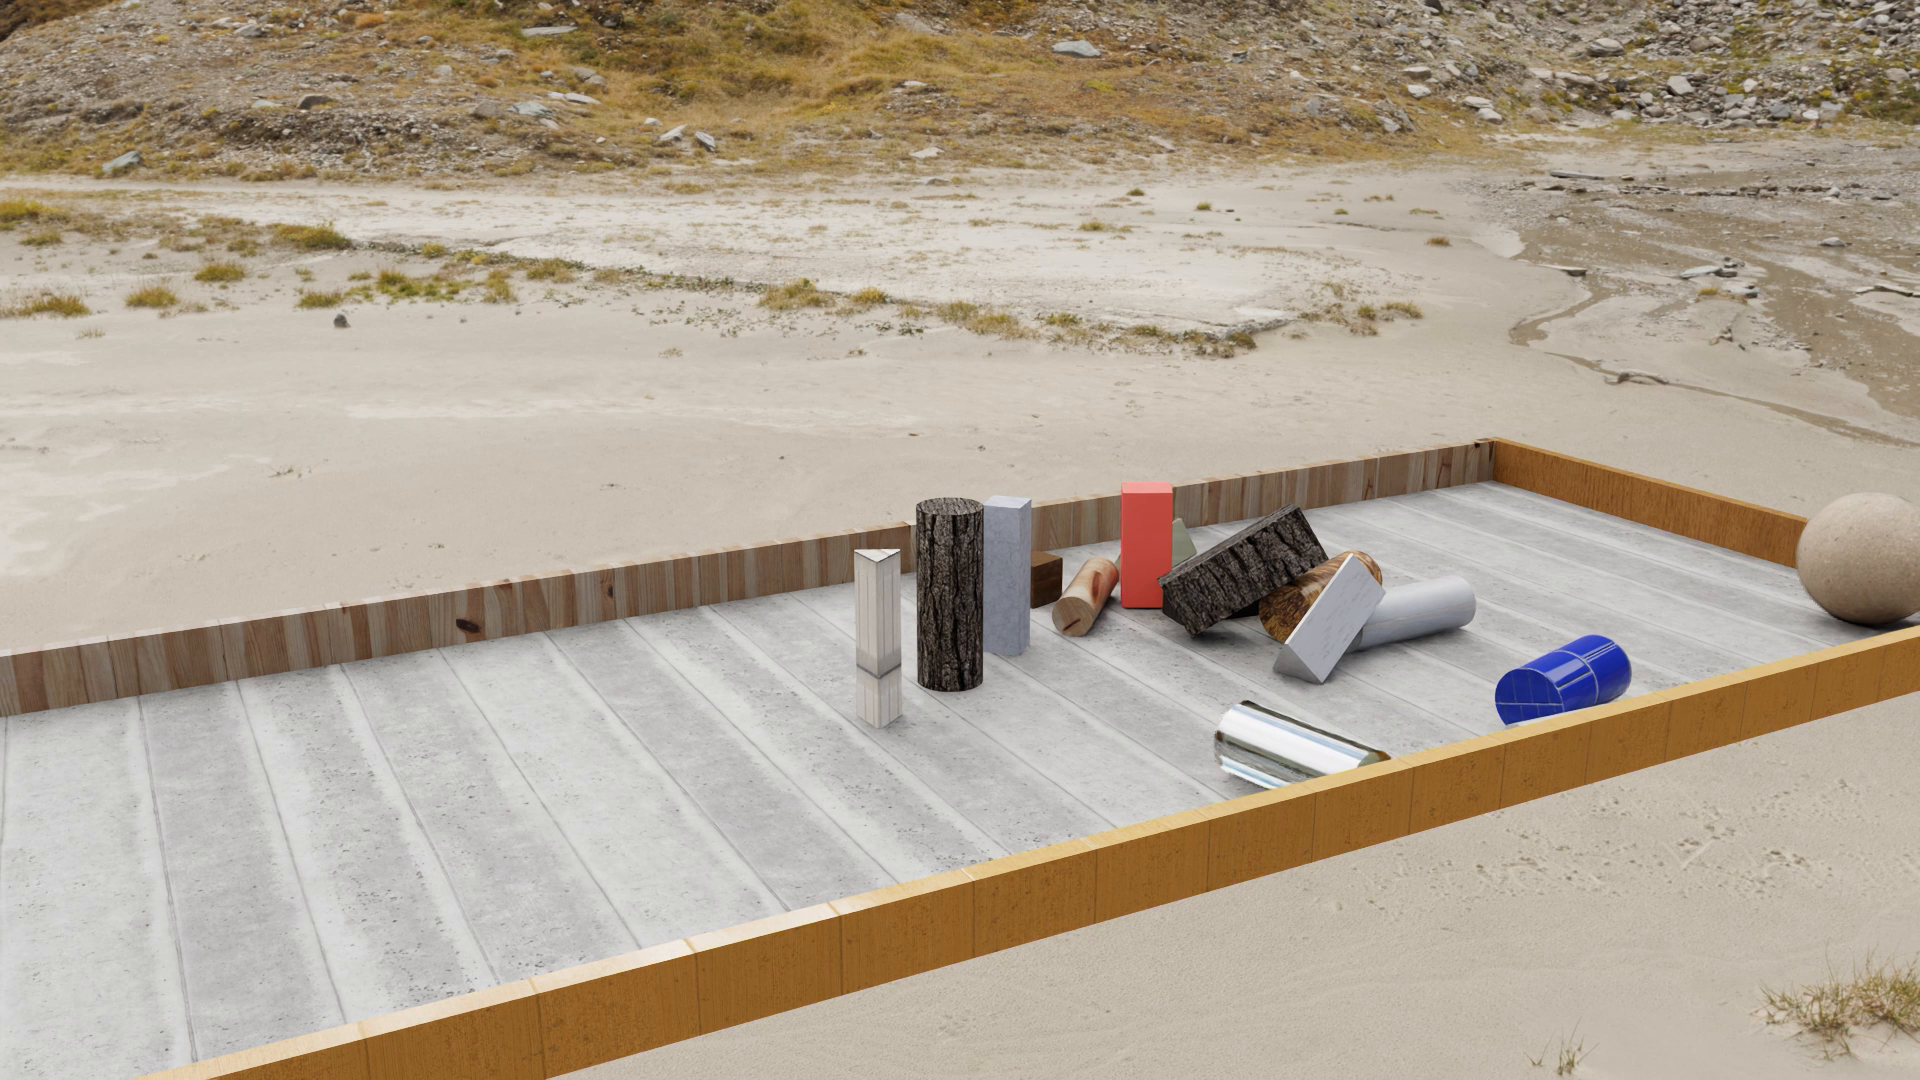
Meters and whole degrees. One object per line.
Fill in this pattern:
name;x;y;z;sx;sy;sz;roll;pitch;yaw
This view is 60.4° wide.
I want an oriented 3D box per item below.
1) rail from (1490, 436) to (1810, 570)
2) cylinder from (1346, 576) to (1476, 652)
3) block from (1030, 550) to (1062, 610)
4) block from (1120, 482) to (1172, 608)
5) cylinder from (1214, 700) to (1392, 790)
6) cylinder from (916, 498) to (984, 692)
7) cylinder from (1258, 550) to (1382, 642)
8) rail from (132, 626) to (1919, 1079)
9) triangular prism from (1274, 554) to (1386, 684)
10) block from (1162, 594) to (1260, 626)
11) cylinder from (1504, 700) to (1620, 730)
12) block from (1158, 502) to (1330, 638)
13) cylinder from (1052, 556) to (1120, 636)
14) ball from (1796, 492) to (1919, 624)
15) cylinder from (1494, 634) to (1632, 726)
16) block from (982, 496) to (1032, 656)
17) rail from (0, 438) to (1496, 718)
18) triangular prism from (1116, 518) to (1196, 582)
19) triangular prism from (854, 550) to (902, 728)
rail;2.466;-0.048;5.253;0.050;0.150;2.100;-9;18;-27
cylinder;1.184;0.196;4.428;0.408;0.145;0.145;-9;19;-28
block;0.119;0.087;4.835;0.370;0.126;0.126;15;22;42
block;0.531;0.013;4.706;0.138;0.333;0.138;0;14;4
cylinder;0.721;0.467;3.477;0.163;0.163;0.347;-13;21;-38
cylinder;-0.025;0.135;4.091;0.166;0.454;0.166;0;16;0
cylinder;1.000;0.152;4.555;0.160;0.160;0.414;13;21;38
rail;-2.336;1.006;1.665;12.000;0.150;0.050;-9;18;-27
triangular prism;0.930;0.190;4.204;0.144;0.125;0.333;16;53;42
block;0.764;0.147;4.650;0.369;0.115;0.115;-6;17;-20
cylinder;1.403;0.432;3.694;0.402;0.108;0.108;-7;18;-24
block;0.754;0.079;4.422;0.416;0.159;0.159;-30;3;6
cylinder;0.355;0.154;4.628;0.114;0.114;0.386;5;17;15
ball;2.505;0.050;4.536;0.366;0.366;0.366;0;16;0
cylinder;1.425;0.343;3.890;0.337;0.168;0.168;-15;22;-41
block;0.121;0.093;4.328;0.103;0.401;0.103;6;17;18
rail;-3.305;0.497;3.399;12.000;0.150;0.050;-9;18;-27
triangular prism;0.592;0.028;5.058;0.123;0.107;0.390;10;19;31
triangular prism;-0.178;0.225;3.862;0.091;0.409;0.105;-10;19;-31
